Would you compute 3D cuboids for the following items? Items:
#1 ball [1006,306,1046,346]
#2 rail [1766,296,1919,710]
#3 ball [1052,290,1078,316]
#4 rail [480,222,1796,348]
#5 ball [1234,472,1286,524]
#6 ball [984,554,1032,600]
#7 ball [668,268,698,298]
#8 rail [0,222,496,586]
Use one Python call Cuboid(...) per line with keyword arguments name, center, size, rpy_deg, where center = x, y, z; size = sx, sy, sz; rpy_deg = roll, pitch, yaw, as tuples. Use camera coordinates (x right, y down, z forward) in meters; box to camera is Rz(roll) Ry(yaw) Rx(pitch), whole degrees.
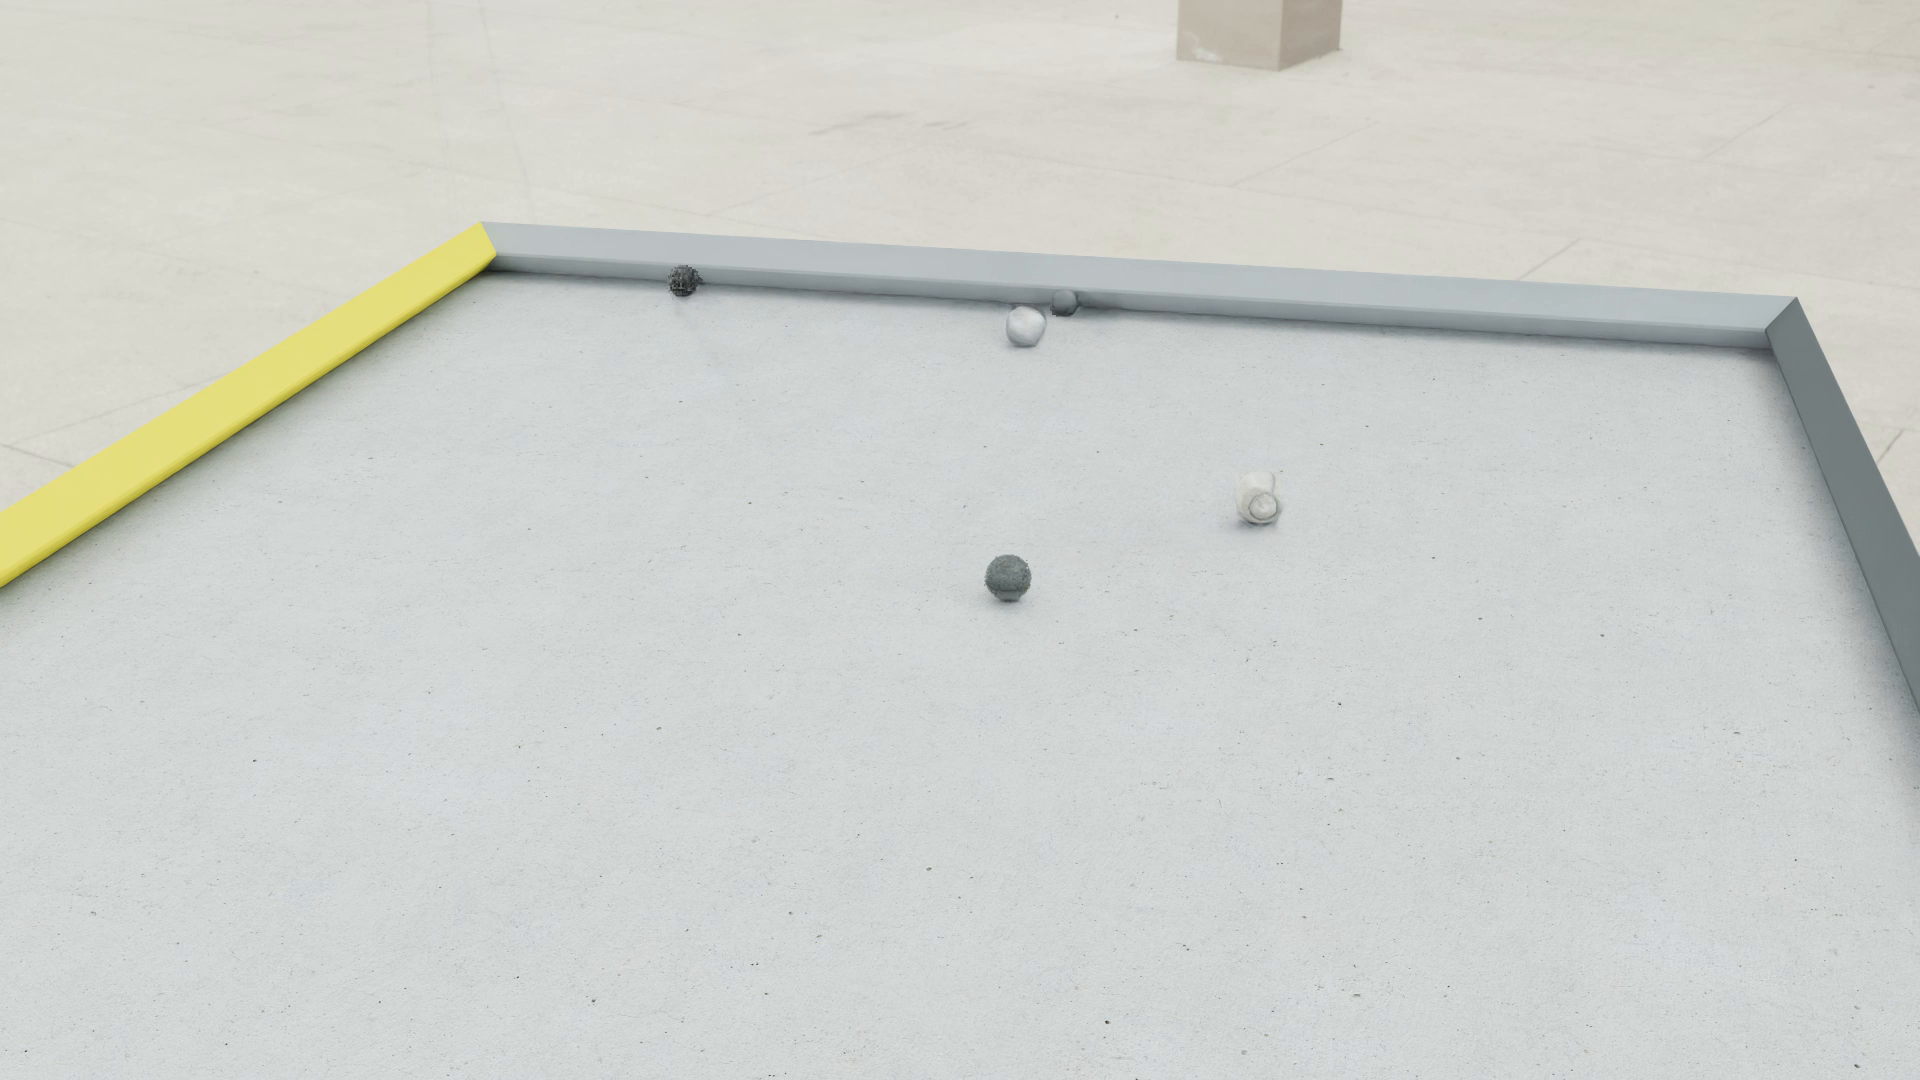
Cuboid(name="ball", center=(0.098, -0.320, 3.291), size=(0.060, 0.060, 0.060), rpy_deg=(0, 23, 0))
Cuboid(name="rail", center=(0.776, 0.462, 1.398), size=(0.045, 0.081, 4.156), rpy_deg=(5, 23, 11))
Cuboid(name="ball", center=(0.164, -0.370, 3.434), size=(0.042, 0.042, 0.042), rpy_deg=(0, 23, 0))
Cuboid(name="rail", center=(0.215, -0.399, 3.449), size=(2.085, 0.081, 0.045), rpy_deg=(5, 23, 11))
Cuboid(name="ball", center=(0.361, -0.051, 2.646), size=(0.063, 0.063, 0.063), rpy_deg=(0, 23, 0))
Cuboid(name="ball", center=(0.054, 0.042, 2.439), size=(0.052, 0.052, 0.052), rpy_deg=(0, 23, 0))
Cuboid(name="ball", center=(-0.445, -0.414, 3.531), size=(0.048, 0.048, 0.048), rpy_deg=(0, 23, 0))
Cuboid(name="rail", center=(-1.216, 0.295, 1.796), size=(0.045, 0.081, 4.156), rpy_deg=(5, 23, 11))
